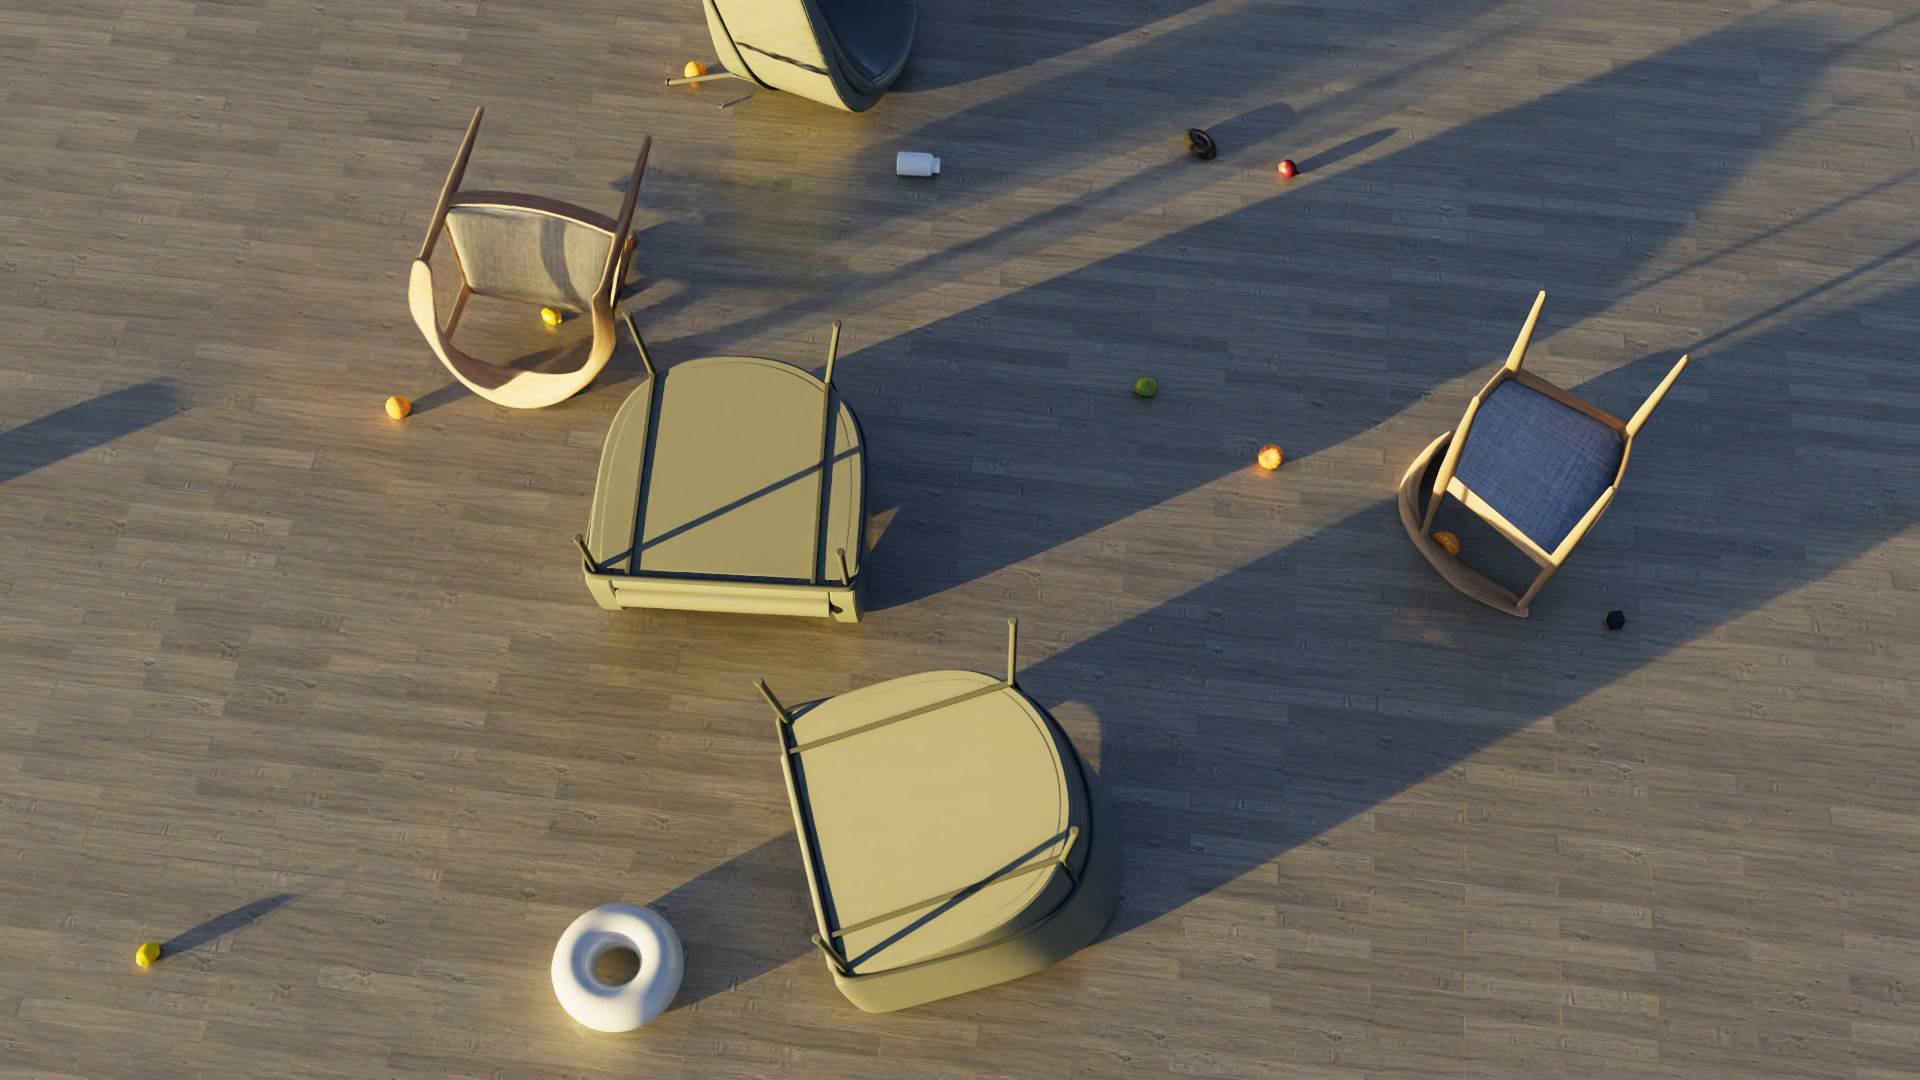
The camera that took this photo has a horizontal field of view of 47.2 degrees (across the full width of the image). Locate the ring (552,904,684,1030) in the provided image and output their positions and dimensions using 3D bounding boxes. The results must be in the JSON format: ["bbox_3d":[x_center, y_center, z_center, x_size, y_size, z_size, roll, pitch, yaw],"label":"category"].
[{"bbox_3d":[-0.894,1.115,5.746,0.345,0.135,0.348,-3,57,-1],"label":"ring"}]

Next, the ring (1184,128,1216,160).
[{"bbox_3d":[0.814,-1.340,7.446,0.083,0.046,0.145,-30,62,-20],"label":"ring"}]

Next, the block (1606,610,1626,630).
[{"bbox_3d":[1.905,0.234,6.390,0.035,0.044,0.037,-7,56,-4],"label":"block"}]

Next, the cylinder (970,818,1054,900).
[{"bbox_3d":[0.141,0.859,5.920,0.180,0.128,0.148,27,59,9],"label":"cylinder"}]
